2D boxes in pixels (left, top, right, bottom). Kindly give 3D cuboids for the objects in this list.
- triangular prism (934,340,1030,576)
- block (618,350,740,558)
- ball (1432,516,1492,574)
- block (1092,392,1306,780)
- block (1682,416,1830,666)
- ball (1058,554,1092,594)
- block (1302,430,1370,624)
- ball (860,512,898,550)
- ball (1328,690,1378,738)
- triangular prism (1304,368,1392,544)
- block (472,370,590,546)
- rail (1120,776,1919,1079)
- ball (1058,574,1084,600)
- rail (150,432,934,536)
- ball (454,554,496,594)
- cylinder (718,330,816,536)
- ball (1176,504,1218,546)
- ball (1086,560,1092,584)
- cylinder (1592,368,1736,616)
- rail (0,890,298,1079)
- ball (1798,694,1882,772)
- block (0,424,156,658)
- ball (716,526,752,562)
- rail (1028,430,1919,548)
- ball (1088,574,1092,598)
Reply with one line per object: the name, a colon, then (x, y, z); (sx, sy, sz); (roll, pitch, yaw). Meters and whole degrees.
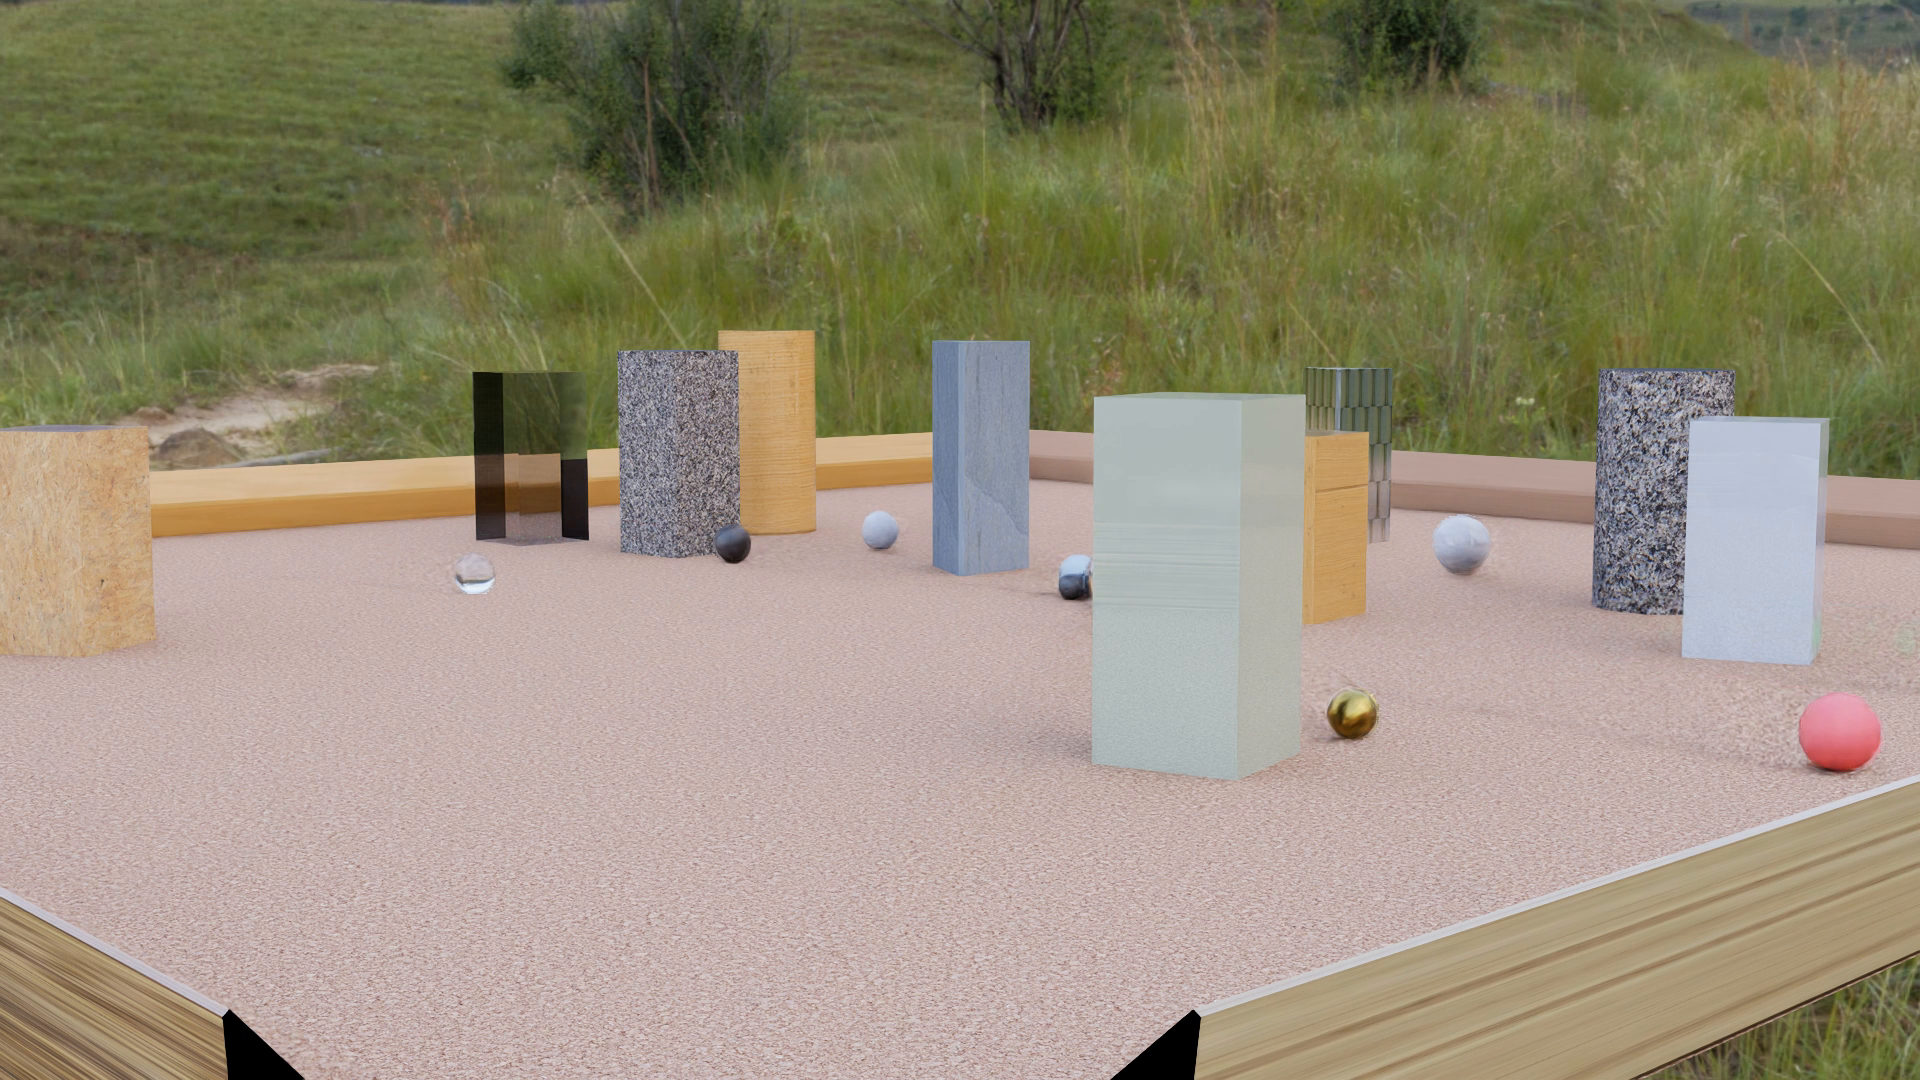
triangular prism: (0.008, -0.145, 3.767); (0.145, 0.391, 0.168); (6, 8, 44)
block: (-0.514, -0.162, 4.030); (0.155, 0.369, 0.155); (5, 8, 40)
ball: (0.849, 0.008, 3.720); (0.096, 0.096, 0.096); (0, 6, 0)
block: (0.236, 0.038, 2.170); (0.155, 0.360, 0.155); (4, 7, 31)
block: (1.030, -0.004, 2.844); (0.155, 0.303, 0.155); (3, 7, 25)
ball: (0.185, 0.054, 3.434); (0.064, 0.064, 0.064); (0, 6, 0)
block: (0.487, -0.024, 3.208); (0.155, 0.266, 0.155); (5, 8, 38)
ball: (-0.149, -0.017, 4.082); (0.070, 0.070, 0.070); (0, 6, 0)
ball: (0.408, 0.181, 2.287); (0.052, 0.052, 0.052); (0, 6, 0)
triangular prism: (0.715, -0.163, 4.216); (0.168, 0.333, 0.145); (-6, 8, -43)
block: (-0.826, -0.161, 4.231); (0.155, 0.325, 0.155); (-6, 8, -44)
rail: (1.200, 0.168, 2.039); (3.665, 0.126, 0.045); (-6, 8, -42)
ball: (0.172, 0.071, 3.383); (0.041, 0.041, 0.041); (0, 6, 0)
rail: (-1.200, -0.103, 4.625); (3.665, 0.126, 0.045); (-6, 8, -42)
ball: (-0.761, 0.053, 3.450); (0.063, 0.063, 0.063); (0, 6, 0)
cylinder: (-0.386, -0.219, 4.417); (0.194, 0.402, 0.194); (0, 6, 0)
ball: (0.447, -0.029, 4.141); (0.081, 0.081, 0.081); (0, 6, 0)
ball: (0.231, 0.054, 3.382); (0.075, 0.075, 0.075); (0, 6, 0)
cylinder: (1.050, -0.076, 3.286); (0.194, 0.355, 0.194); (0, 6, 0)
rail: (-1.329, 0.161, 2.112); (0.045, 0.126, 3.586); (-6, 8, -42)
ball: (0.850, 0.186, 2.126); (0.075, 0.075, 0.075); (0, 6, 0)
block: (-1.180, -0.003, 2.900); (0.155, 0.289, 0.155); (1, 6, 13)
ball: (-0.400, 0.007, 3.881); (0.064, 0.064, 0.064); (0, 6, 0)
rail: (1.329, -0.095, 4.552); (0.045, 0.126, 3.586); (-6, 8, -42)
ball: (0.226, 0.067, 3.278); (0.070, 0.070, 0.070); (0, 6, 0)
